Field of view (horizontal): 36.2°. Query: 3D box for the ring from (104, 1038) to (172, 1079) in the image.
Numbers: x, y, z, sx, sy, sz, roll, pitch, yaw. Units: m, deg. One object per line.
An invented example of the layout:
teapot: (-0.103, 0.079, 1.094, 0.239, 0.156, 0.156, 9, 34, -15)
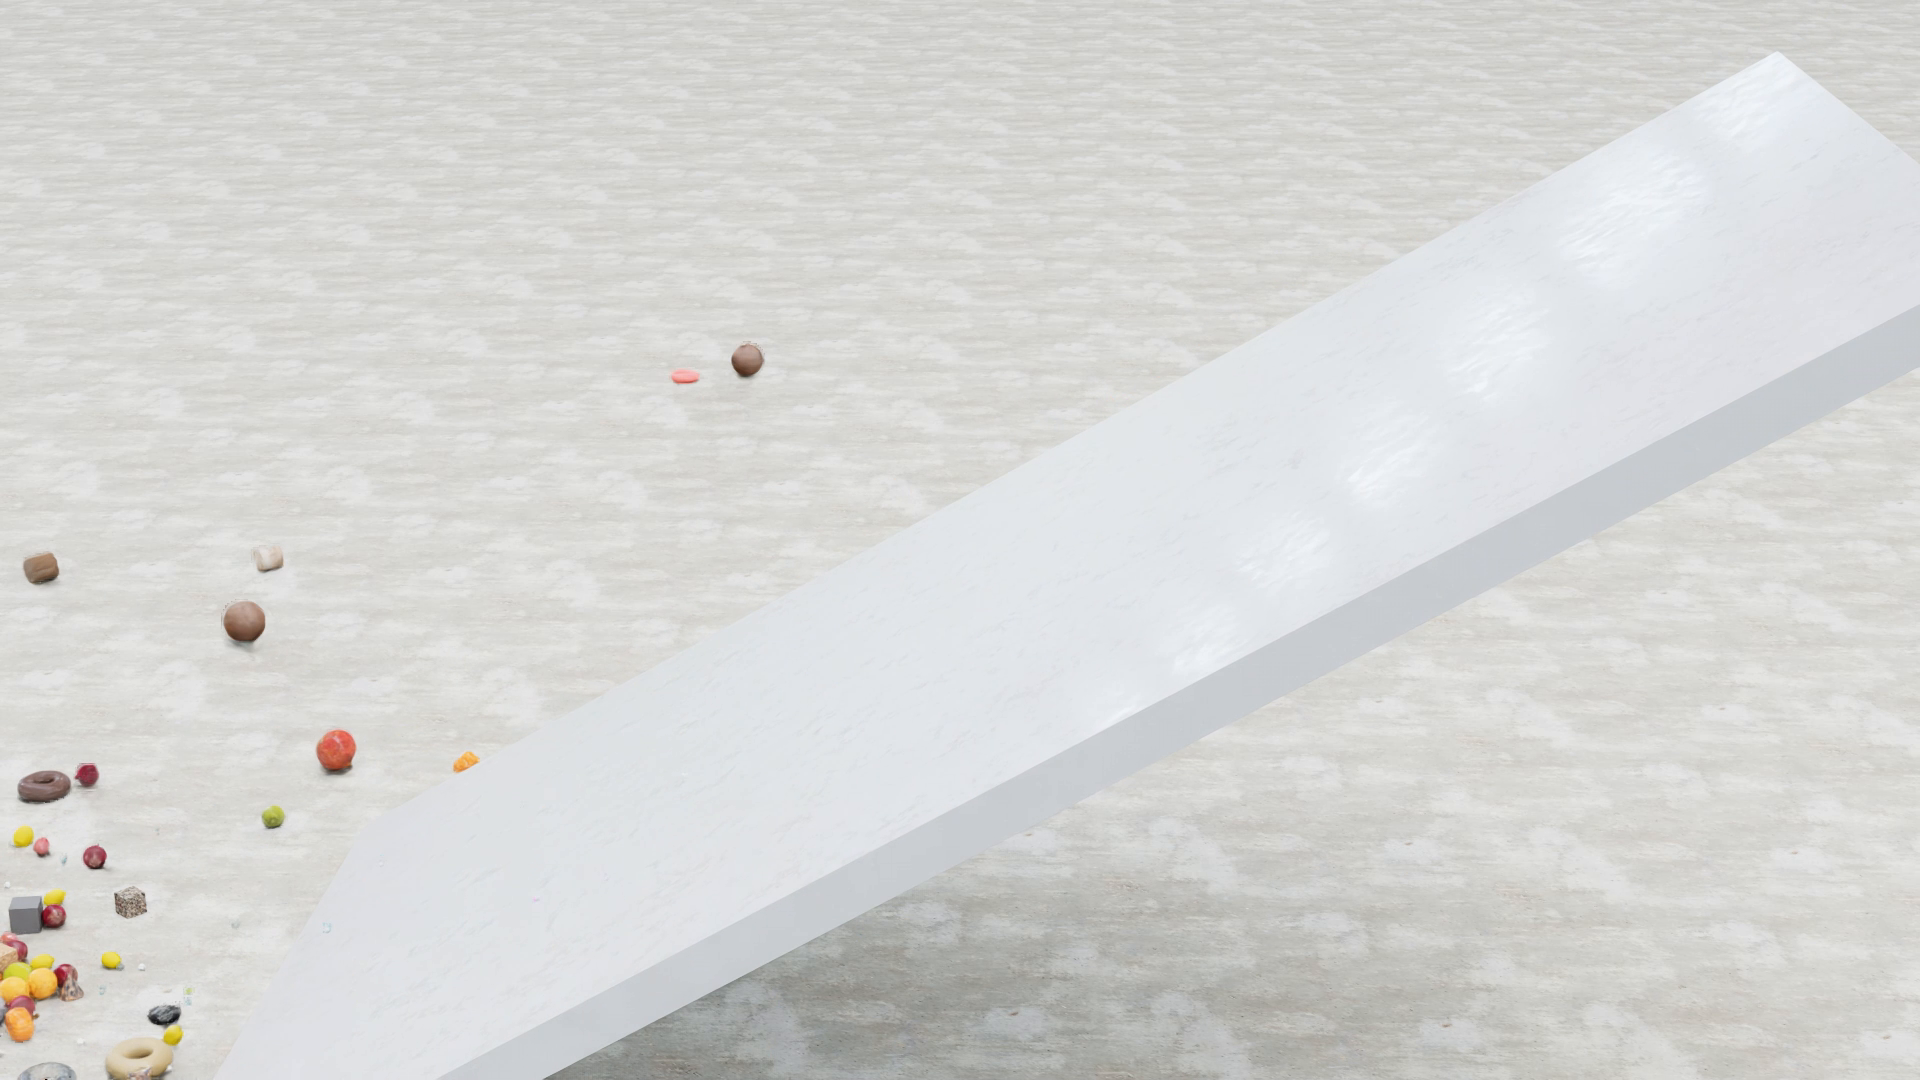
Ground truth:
ring: (-1.840, 1.163, 6.590, 0.149, 0.050, 0.149, 0, 20, 0)

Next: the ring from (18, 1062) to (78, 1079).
ring: (-2.018, 1.197, 6.500, 0.129, 0.043, 0.129, 1, 19, 0)

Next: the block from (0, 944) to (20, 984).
block: (-2.293, 1.010, 7.010, 0.067, 0.067, 0.067, 12, 22, 32)

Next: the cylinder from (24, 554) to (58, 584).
cylinder: (-3.023, 0.093, 9.677, 0.083, 0.083, 0.083, -16, 25, -39)

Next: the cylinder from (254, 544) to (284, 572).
cylinder: (-2.297, 0.061, 9.776, 0.076, 0.076, 0.076, -17, 25, -31)

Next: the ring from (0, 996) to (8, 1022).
ring: (-2.277, 1.091, 6.804, 0.141, 0.047, 0.141, 1, 19, 0)

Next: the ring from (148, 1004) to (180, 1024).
ring: (-1.843, 1.099, 6.813, 0.075, 0.025, 0.075, -1, 17, 0)

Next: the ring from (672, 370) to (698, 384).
ring: (-1.119, -0.666, 11.975, 0.114, 0.038, 0.114, 0, 18, 0)

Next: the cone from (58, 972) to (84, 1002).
cone: (-2.093, 1.045, 6.918, 0.060, 0.060, 0.060, 0, 19, 0)

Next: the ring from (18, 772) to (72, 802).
ring: (-2.501, 0.672, 8.032, 0.143, 0.048, 0.143, 0, 19, 0)

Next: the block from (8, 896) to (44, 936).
block: (-2.302, 0.926, 7.253, 0.070, 0.070, 0.070, -3, 19, -8)

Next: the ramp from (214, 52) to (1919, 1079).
ramp: (0.142, 0.168, 6.286, 4.000, 0.100, 2.000, -29, 15, 12)

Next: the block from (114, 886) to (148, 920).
block: (-2.069, 0.904, 7.338, 0.055, 0.055, 0.055, 17, 25, 41)
